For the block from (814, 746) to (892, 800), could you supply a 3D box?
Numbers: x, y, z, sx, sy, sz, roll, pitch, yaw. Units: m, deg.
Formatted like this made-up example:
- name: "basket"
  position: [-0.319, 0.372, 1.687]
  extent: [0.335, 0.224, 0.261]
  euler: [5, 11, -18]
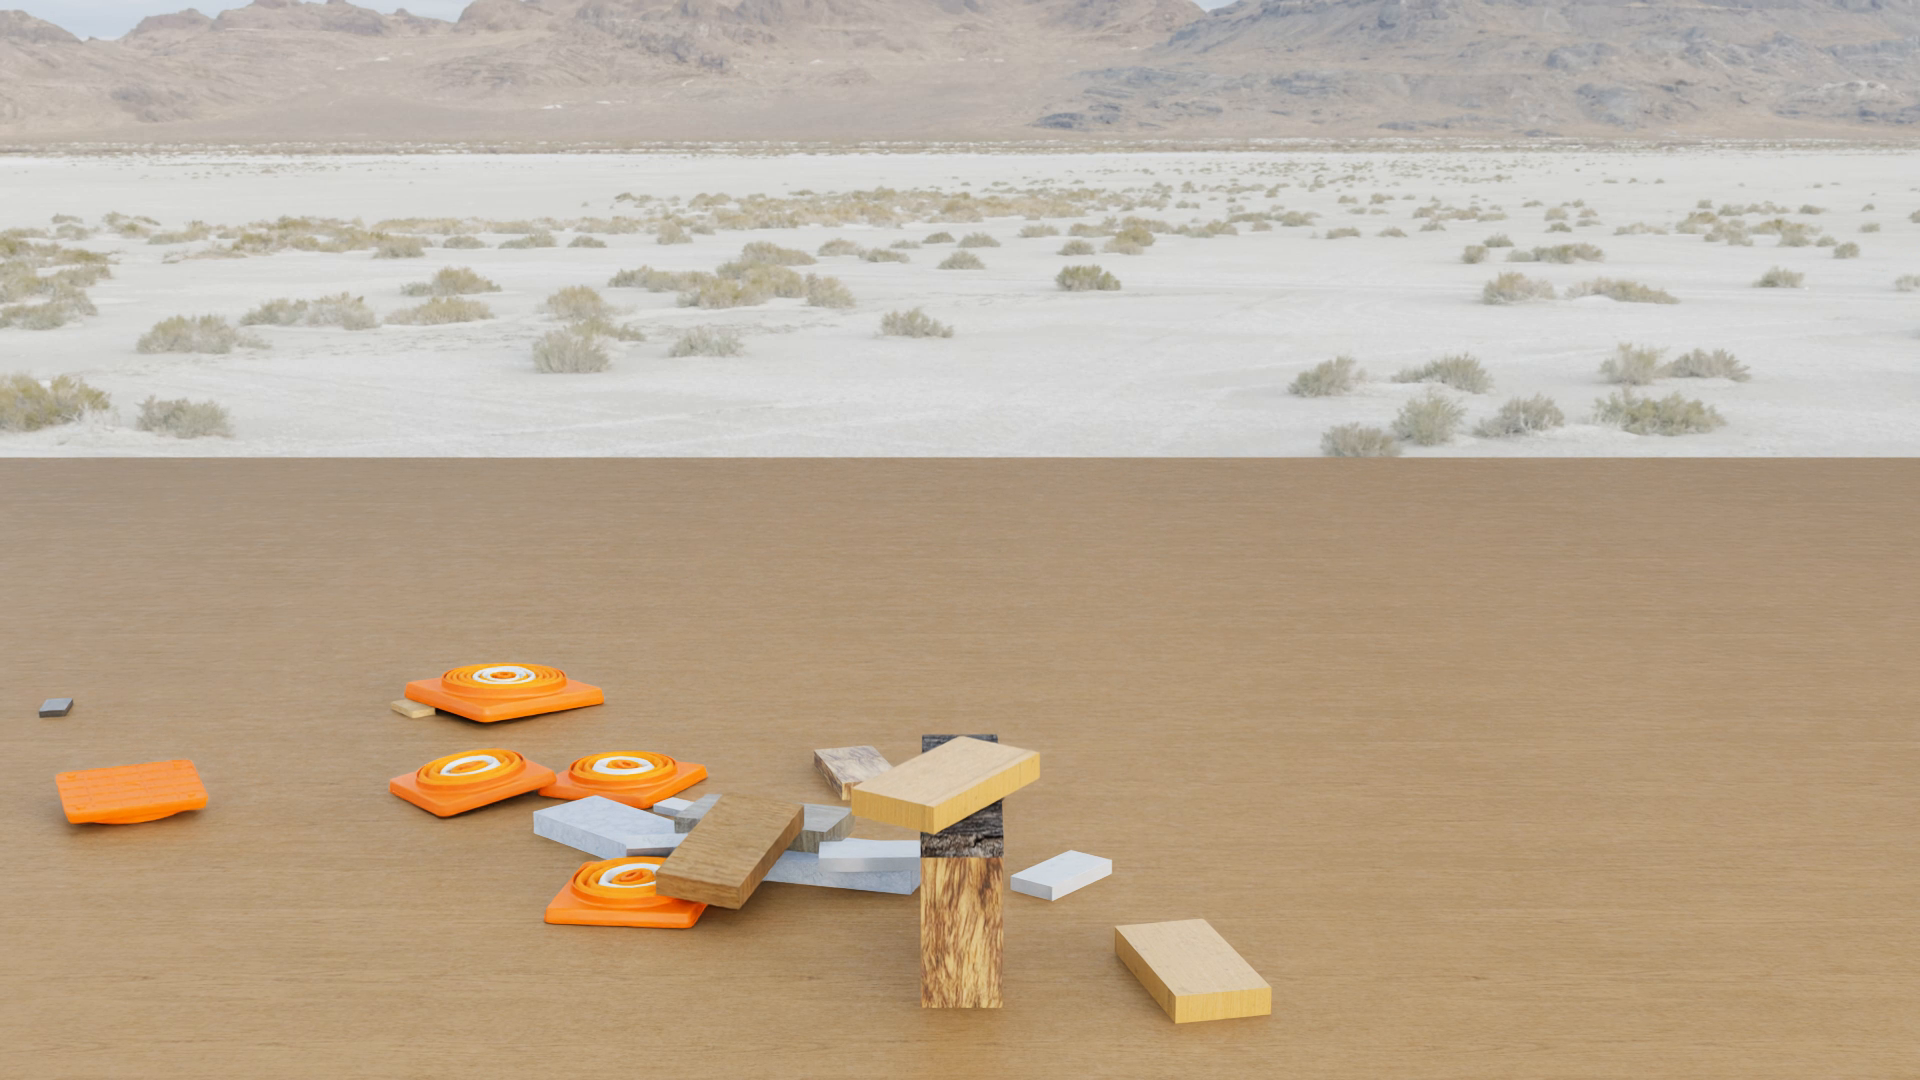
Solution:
- name: "block"
  position: [-0.201, 0.454, 4.307]
  extent: [0.119, 0.034, 0.238]
  euler: [-3, 11, -16]

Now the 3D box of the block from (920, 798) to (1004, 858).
- name: "block"
  position: [0.003, 0.413, 3.237]
  extent: [0.118, 0.033, 0.236]
  euler: [0, 10, 0]

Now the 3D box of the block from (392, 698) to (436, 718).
- name: "block"
  position: [-1.199, 0.368, 4.821]
  extent: [0.053, 0.015, 0.106]
  euler: [-8, 13, -39]

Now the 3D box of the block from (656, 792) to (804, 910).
- name: "block"
  position: [-0.378, 0.511, 3.645]
  extent: [0.144, 0.041, 0.289]
  euler: [8, 23, 16]

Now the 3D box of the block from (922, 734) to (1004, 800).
- name: "block"
  position: [0.002, 0.358, 3.474]
  extent: [0.123, 0.035, 0.246]
  euler: [0, 11, -2]

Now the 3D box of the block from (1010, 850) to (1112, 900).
- name: "block"
  position: [0.172, 0.567, 3.725]
  extent: [0.086, 0.024, 0.173]
  euler: [8, 13, 38]

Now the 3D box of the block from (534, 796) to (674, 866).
- name: "block"
  position: [-0.621, 0.520, 3.937]
  extent: [0.283, 0.040, 0.141]
  euler: [10, 14, 43]

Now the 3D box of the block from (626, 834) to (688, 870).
- name: "block"
  position: [-0.483, 0.533, 3.760]
  extent: [0.173, 0.024, 0.086]
  euler: [-1, -34, -9]

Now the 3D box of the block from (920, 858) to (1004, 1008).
- name: "block"
  position: [0.003, 0.560, 3.185]
  extent: [0.118, 0.236, 0.033]
  euler: [0, 11, 0]

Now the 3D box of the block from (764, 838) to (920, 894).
- name: "block"
  position: [-0.199, 0.552, 3.765]
  extent: [0.283, 0.040, 0.141]
  euler: [3, 11, 16]

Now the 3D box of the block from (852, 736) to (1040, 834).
- name: "block"
  position: [-0.018, 0.361, 3.272]
  extent: [0.144, 0.041, 0.289]
  euler: [9, 16, 32]

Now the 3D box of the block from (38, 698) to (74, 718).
- name: "block"
  position: [-1.982, 0.368, 4.824]
  extent: [0.053, 0.015, 0.106]
  euler: [-2, 11, -12]

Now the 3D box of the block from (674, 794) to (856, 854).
- name: "block"
  position: [-0.341, 0.496, 3.848]
  extent: [0.283, 0.040, 0.141]
  euler: [3, 11, 17]

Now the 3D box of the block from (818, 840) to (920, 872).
- name: "block"
  position: [-0.150, 0.532, 3.698]
  extent: [0.173, 0.024, 0.086]
  euler: [0, 11, -2]

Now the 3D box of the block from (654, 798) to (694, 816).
- name: "block"
  position: [-0.514, 0.502, 4.100]
  extent: [0.106, 0.015, 0.053]
  euler: [7, 13, 33]

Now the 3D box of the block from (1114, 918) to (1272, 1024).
- name: "block"
  position: [0.344, 0.640, 3.285]
  extent: [0.144, 0.041, 0.289]
  euler: [-3, 11, -13]
